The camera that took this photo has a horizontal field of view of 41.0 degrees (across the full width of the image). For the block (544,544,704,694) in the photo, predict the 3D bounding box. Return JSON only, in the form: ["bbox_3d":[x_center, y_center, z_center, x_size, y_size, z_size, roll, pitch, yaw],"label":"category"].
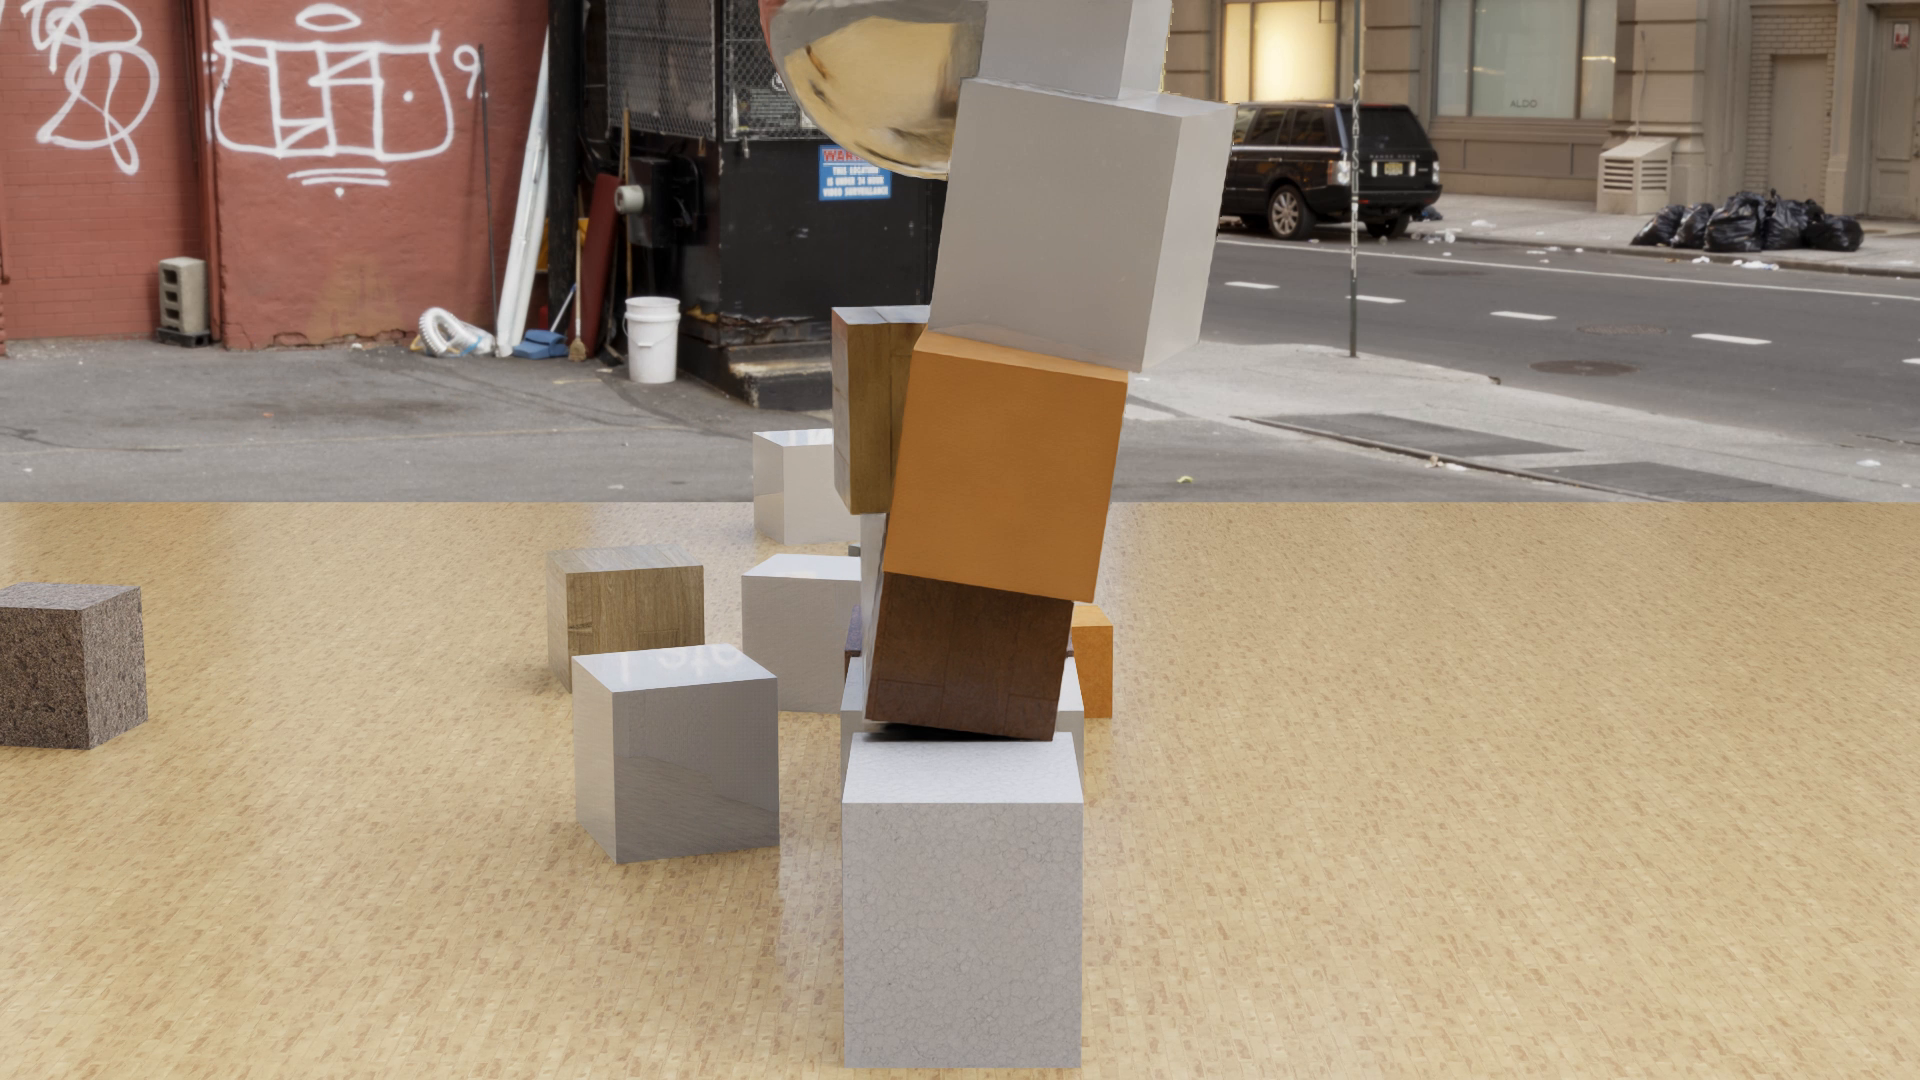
[{"bbox_3d":[-1.977,0.451,15.117,0.797,0.704,0.745,-3,11,-18],"label":"block"}]

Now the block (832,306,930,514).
[{"bbox_3d":[-0.135,-0.559,10.712,0.729,0.775,0.637,-2,12,-8],"label":"block"}]

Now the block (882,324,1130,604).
[{"bbox_3d":[0.194,-0.336,9.743,0.783,0.833,0.896,9,15,2],"label":"block"}]

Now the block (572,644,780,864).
[{"bbox_3d":[-1.332,0.978,11.965,0.771,0.795,0.771,-4,11,-22],"label":"block"}]

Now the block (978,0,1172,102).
[{"bbox_3d":[0.456,-1.983,9.667,0.540,0.547,0.634,12,15,15],"label":"block"}]

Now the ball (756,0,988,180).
[{"bbox_3d":[-0.053,-2.314,10.760,1.600,1.600,1.600,0,10,0],"label":"ball"}]

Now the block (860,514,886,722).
[{"bbox_3d":[-0.012,0.256,10.841,0.785,0.870,0.708,0,11,0],"label":"block"}]

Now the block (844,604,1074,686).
[{"bbox_3d":[-0.004,0.856,12.345,1.051,0.899,1.032,0,10,0],"label":"block"}]

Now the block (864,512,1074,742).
[{"bbox_3d":[0.029,0.331,10.046,0.725,0.642,0.683,7,15,-4],"label":"block"}]

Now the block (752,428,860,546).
[{"bbox_3d":[-1.109,-0.422,19.775,0.769,0.755,0.814,-4,11,-20],"label":"block"}]

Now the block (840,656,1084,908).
[{"bbox_3d":[0.010,1.054,11.337,1.024,0.870,1.000,0,10,0],"label":"block"}]

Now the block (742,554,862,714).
[{"bbox_3d":[-0.739,0.528,14.532,0.816,0.762,0.672,2,11,13],"label":"block"}]

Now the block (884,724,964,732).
[{"bbox_3d":[0.008,1.243,10.459,0.642,0.812,0.773,0,10,0],"label":"block"}]

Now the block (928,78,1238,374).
[{"bbox_3d":[0.477,-1.235,9.791,0.837,0.941,0.886,13,15,16],"label":"block"}]

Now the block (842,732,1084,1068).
[{"bbox_3d":[0.010,1.317,9.572,0.847,0.983,0.980,0,10,0],"label":"block"}]

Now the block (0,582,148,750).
[{"bbox_3d":[-4.866,0.667,13.793,0.703,0.753,0.640,2,10,10],"label":"block"}]

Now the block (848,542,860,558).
[{"bbox_3d":[-0.384,0.259,16.813,0.489,0.475,0.498,8,13,37],"label":"block"}]

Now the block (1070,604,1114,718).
[{"bbox_3d":[0.528,0.680,14.371,0.572,0.519,0.564,-1,10,-6],"label":"block"}]
